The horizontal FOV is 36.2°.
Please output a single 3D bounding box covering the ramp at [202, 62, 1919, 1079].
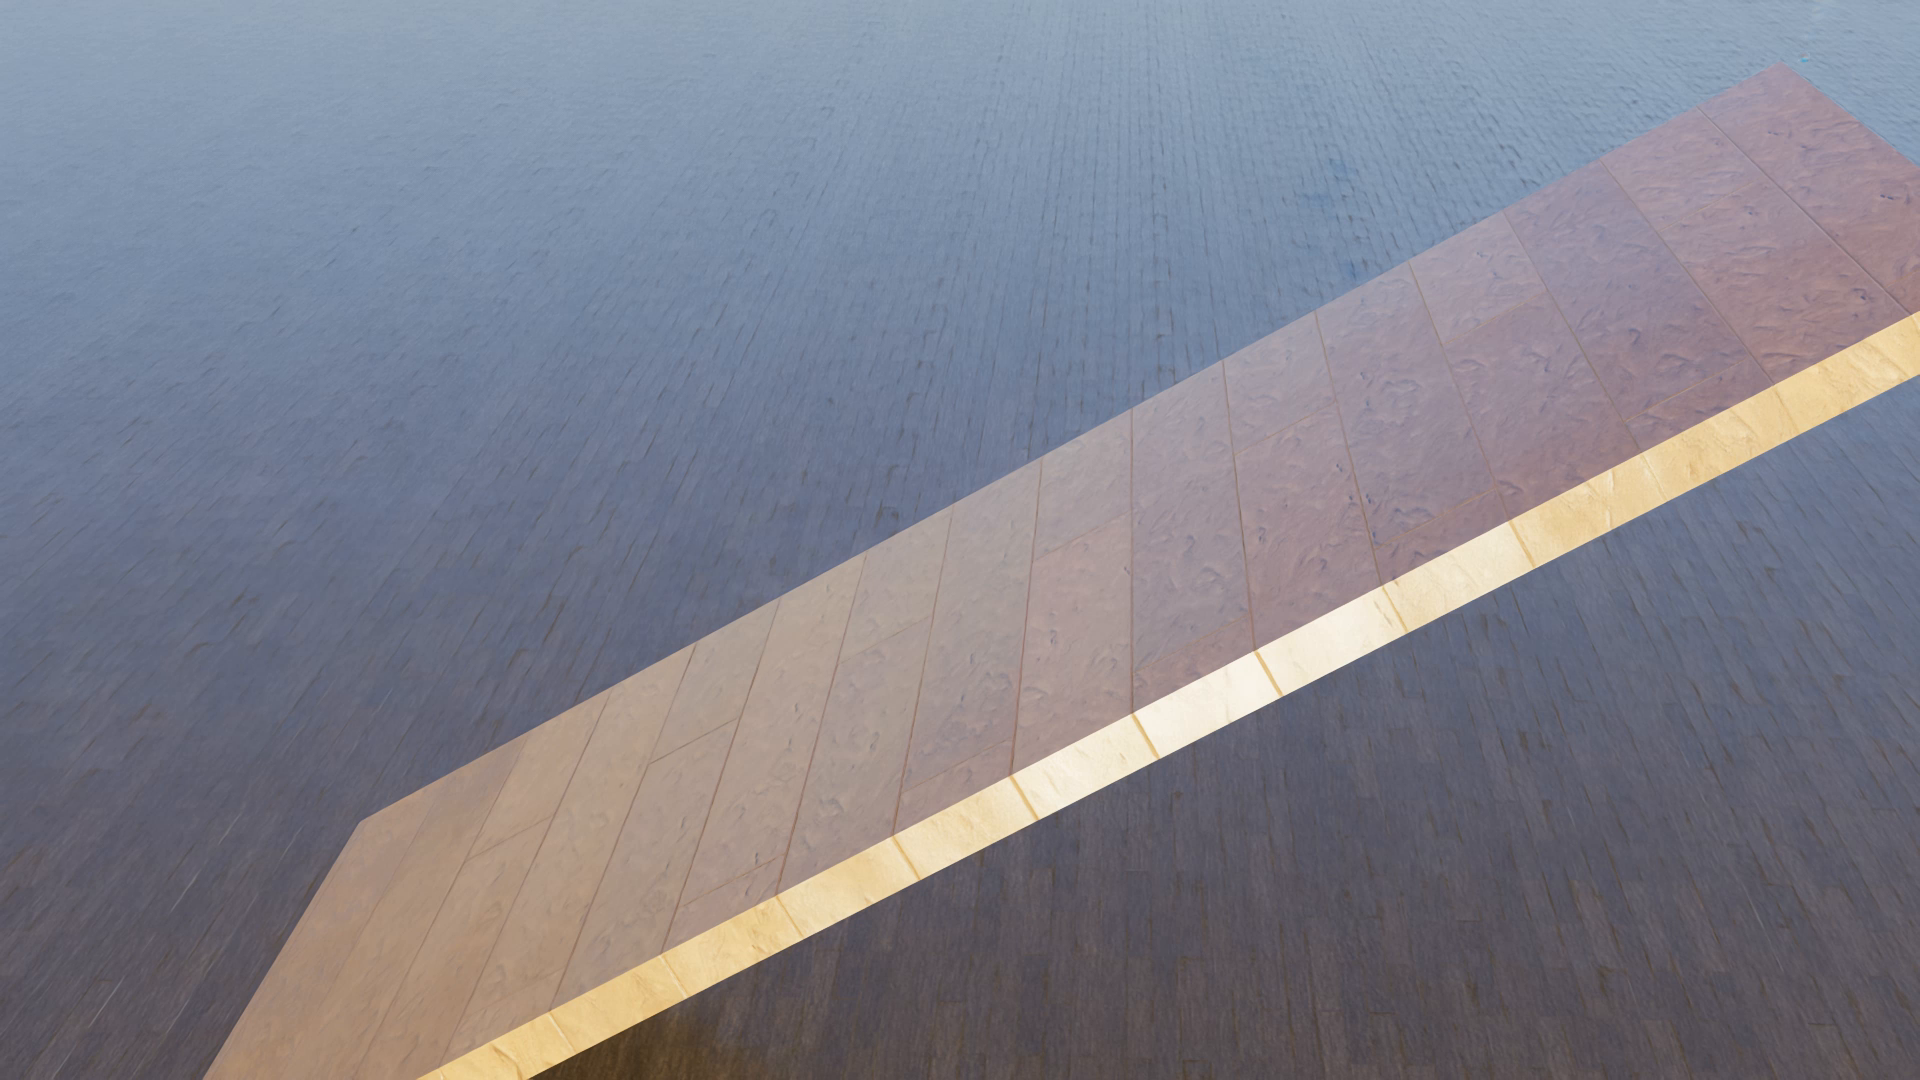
[{"bbox_3d":[0.142,0.168,6.284,4.000,0.100,2.000,-28,15,12],"label":"ramp"}]
